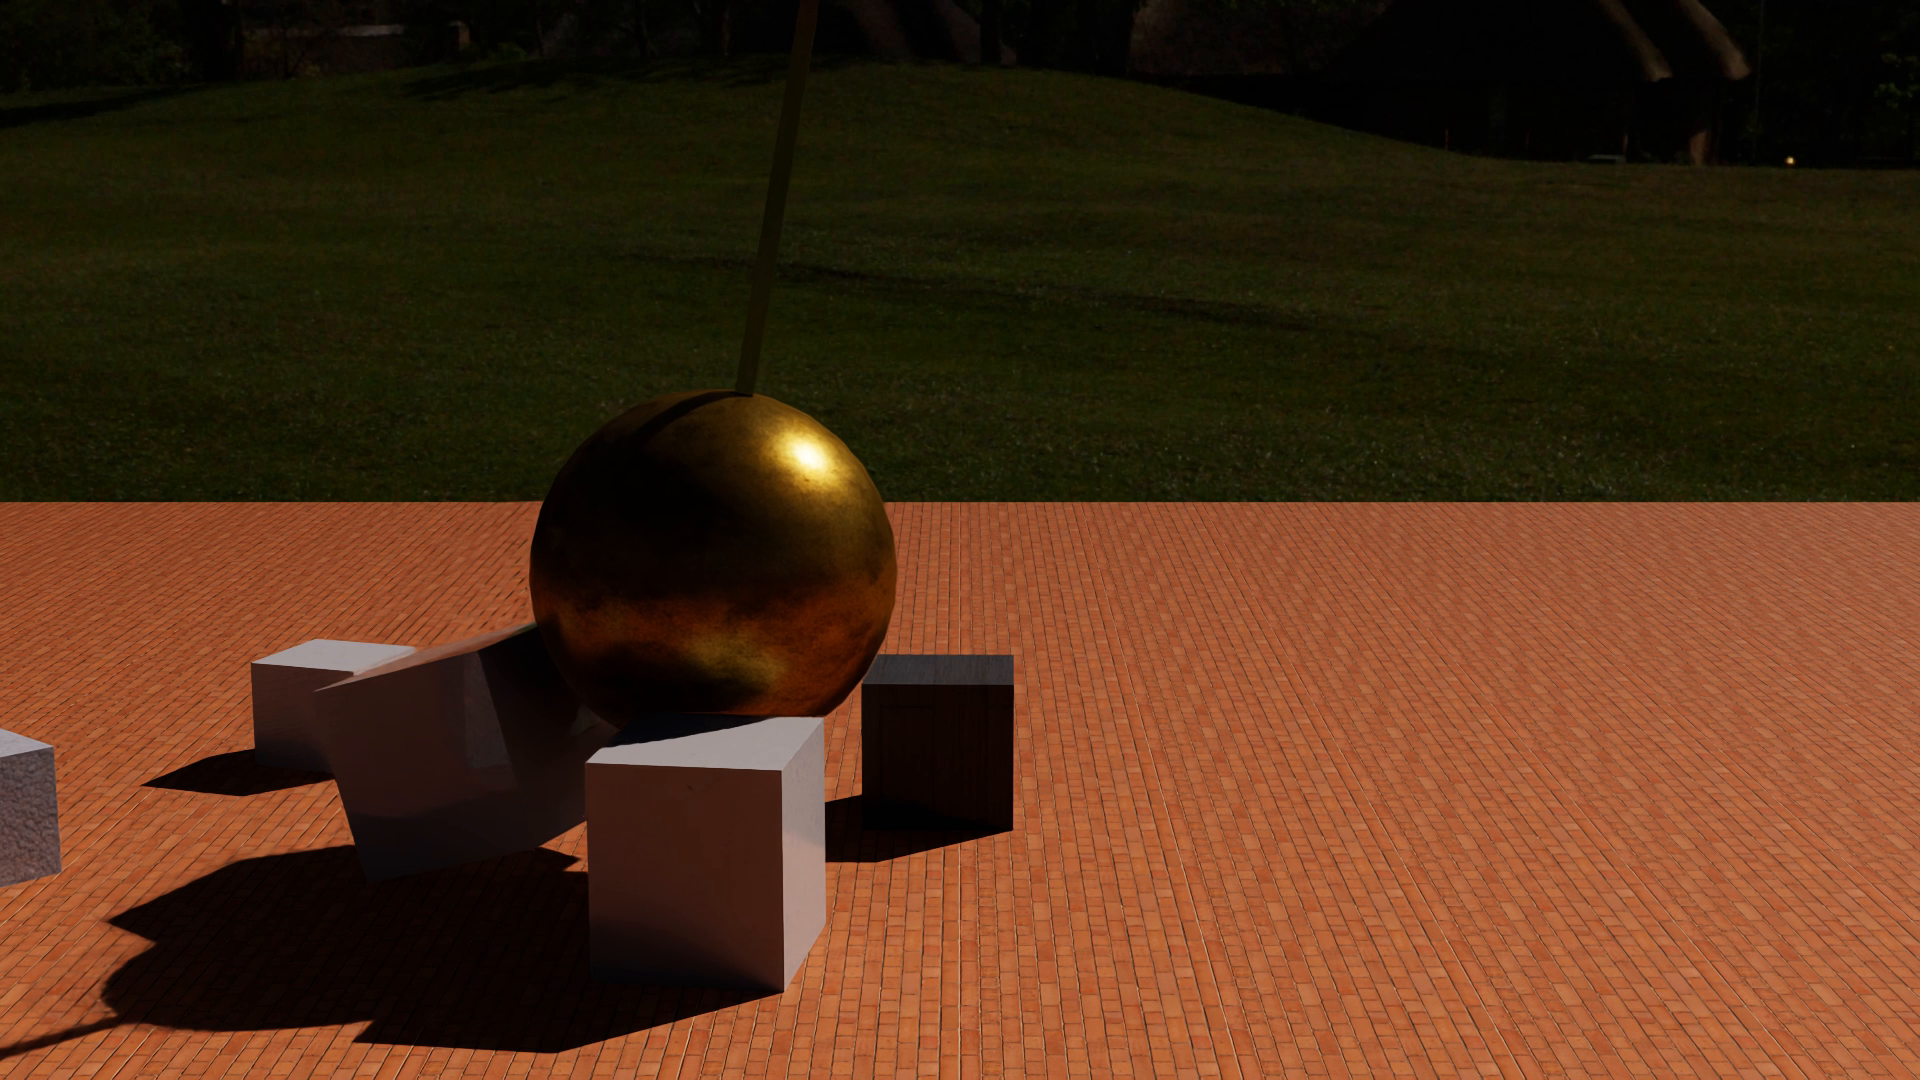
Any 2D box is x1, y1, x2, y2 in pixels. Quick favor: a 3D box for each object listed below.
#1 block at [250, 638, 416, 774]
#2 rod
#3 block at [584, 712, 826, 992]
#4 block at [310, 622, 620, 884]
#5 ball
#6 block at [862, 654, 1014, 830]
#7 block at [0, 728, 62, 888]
[{"bbox_3d":[-3.239,0.859,13.327,0.604,0.541,0.598,4,11,19],"label":"block"},{"bbox_3d":[-0.465,-3.152,10.607,0.080,5.200,0.080,10,10,-2],"label":"rod"},{"bbox_3d":[-1.003,1.232,10.308,0.774,0.888,0.820,2,10,8],"label":"block"},{"bbox_3d":[-2.157,0.912,11.477,0.895,0.878,0.919,-14,4,23],"label":"block"},{"bbox_3d":[-1.073,0.139,11.206,1.600,1.600,1.600,0,10,0],"label":"ball"},{"bbox_3d":[-0.099,0.962,12.312,0.711,0.703,0.627,0,10,1],"label":"block"},{"bbox_3d":[-4.361,1.204,11.320,0.473,0.581,0.559,9,14,41],"label":"block"}]
